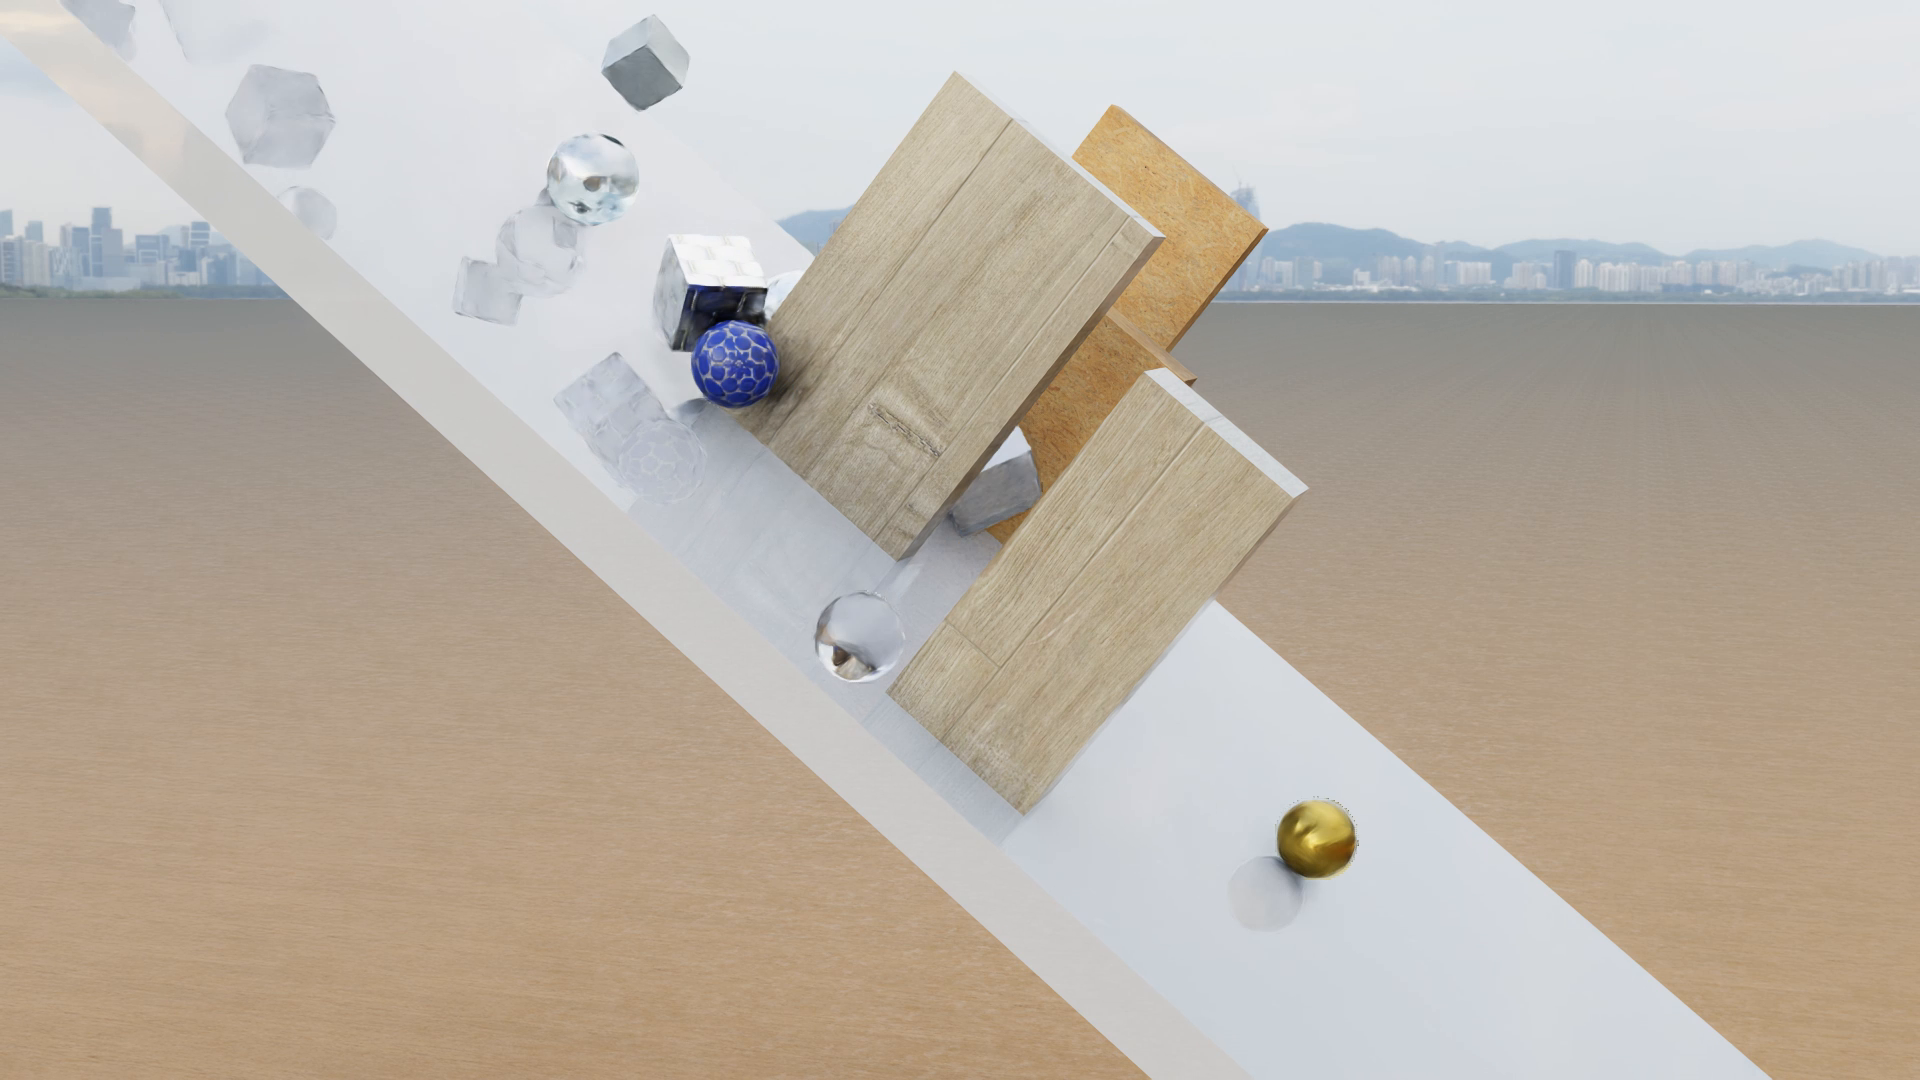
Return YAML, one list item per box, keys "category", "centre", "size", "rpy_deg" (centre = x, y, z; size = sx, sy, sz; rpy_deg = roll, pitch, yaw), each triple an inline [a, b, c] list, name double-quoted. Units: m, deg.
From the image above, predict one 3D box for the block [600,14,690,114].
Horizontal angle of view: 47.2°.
- category: "block"
  centre: [-0.602, -0.913, 4.217]
  size: [0.112, 0.112, 0.112]
  rpy_deg: [-24, 38, 23]

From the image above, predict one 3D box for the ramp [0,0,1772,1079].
- category: "ramp"
  centre: [-0.011, 0.061, 4.045]
  size: [4.000, 0.100, 2.000]
  rpy_deg: [41, 16, 9]

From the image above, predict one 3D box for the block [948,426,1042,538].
- category: "block"
  centre: [0.033, -0.144, 4.046]
  size: [0.169, 0.169, 0.169]
  rpy_deg: [-24, -34, -5]

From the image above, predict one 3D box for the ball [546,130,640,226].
- category: "ball"
  centre: [-0.681, -0.672, 4.085]
  size: [0.173, 0.173, 0.173]
  rpy_deg: [0, 7, 0]

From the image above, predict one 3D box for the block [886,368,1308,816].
- category: "block"
  centre: [0.195, 0.074, 3.176]
  size: [0.270, 0.606, 0.149]
  rpy_deg: [41, 16, 9]

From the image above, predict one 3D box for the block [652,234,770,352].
- category: "block"
  centre: [-0.428, -0.421, 3.758]
  size: [0.142, 0.142, 0.142]
  rpy_deg: [-1, 44, -26]

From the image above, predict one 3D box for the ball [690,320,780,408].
- category: "ball"
  centre: [-0.373, -0.292, 3.647]
  size: [0.146, 0.146, 0.146]
  rpy_deg: [0, 7, 0]

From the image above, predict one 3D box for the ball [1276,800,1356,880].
- category: "ball"
  centre: [0.606, 0.509, 3.741]
  size: [0.135, 0.135, 0.135]
  rpy_deg: [0, 7, 0]

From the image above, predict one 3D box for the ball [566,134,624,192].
- category: "ball"
  centre: [-0.714, -0.737, 4.305]
  size: [0.111, 0.111, 0.111]
  rpy_deg: [0, 7, 0]

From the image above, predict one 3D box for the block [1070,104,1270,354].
- category: "block"
  centre: [0.256, -0.494, 4.627]
  size: [0.407, 0.731, 0.083]
  rpy_deg: [41, 16, 9]

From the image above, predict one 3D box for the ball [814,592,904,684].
- category: "ball"
  centre: [-0.144, 0.139, 3.129]
  size: [0.129, 0.129, 0.129]
  rpy_deg: [0, 7, 0]

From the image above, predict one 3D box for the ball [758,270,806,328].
- category: "ball"
  centre: [-0.285, -0.381, 3.936]
  size: [0.203, 0.203, 0.203]
  rpy_deg: [0, 7, 0]

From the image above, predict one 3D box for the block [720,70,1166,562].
- category: "block"
  centre: [-0.044, -0.371, 3.701]
  size: [0.431, 0.698, 0.098]
  rpy_deg: [41, 16, 9]

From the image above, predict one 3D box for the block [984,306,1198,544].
- category: "block"
  centre: [0.150, -0.253, 4.223]
  size: [0.387, 0.466, 0.133]
  rpy_deg: [41, 16, 9]
